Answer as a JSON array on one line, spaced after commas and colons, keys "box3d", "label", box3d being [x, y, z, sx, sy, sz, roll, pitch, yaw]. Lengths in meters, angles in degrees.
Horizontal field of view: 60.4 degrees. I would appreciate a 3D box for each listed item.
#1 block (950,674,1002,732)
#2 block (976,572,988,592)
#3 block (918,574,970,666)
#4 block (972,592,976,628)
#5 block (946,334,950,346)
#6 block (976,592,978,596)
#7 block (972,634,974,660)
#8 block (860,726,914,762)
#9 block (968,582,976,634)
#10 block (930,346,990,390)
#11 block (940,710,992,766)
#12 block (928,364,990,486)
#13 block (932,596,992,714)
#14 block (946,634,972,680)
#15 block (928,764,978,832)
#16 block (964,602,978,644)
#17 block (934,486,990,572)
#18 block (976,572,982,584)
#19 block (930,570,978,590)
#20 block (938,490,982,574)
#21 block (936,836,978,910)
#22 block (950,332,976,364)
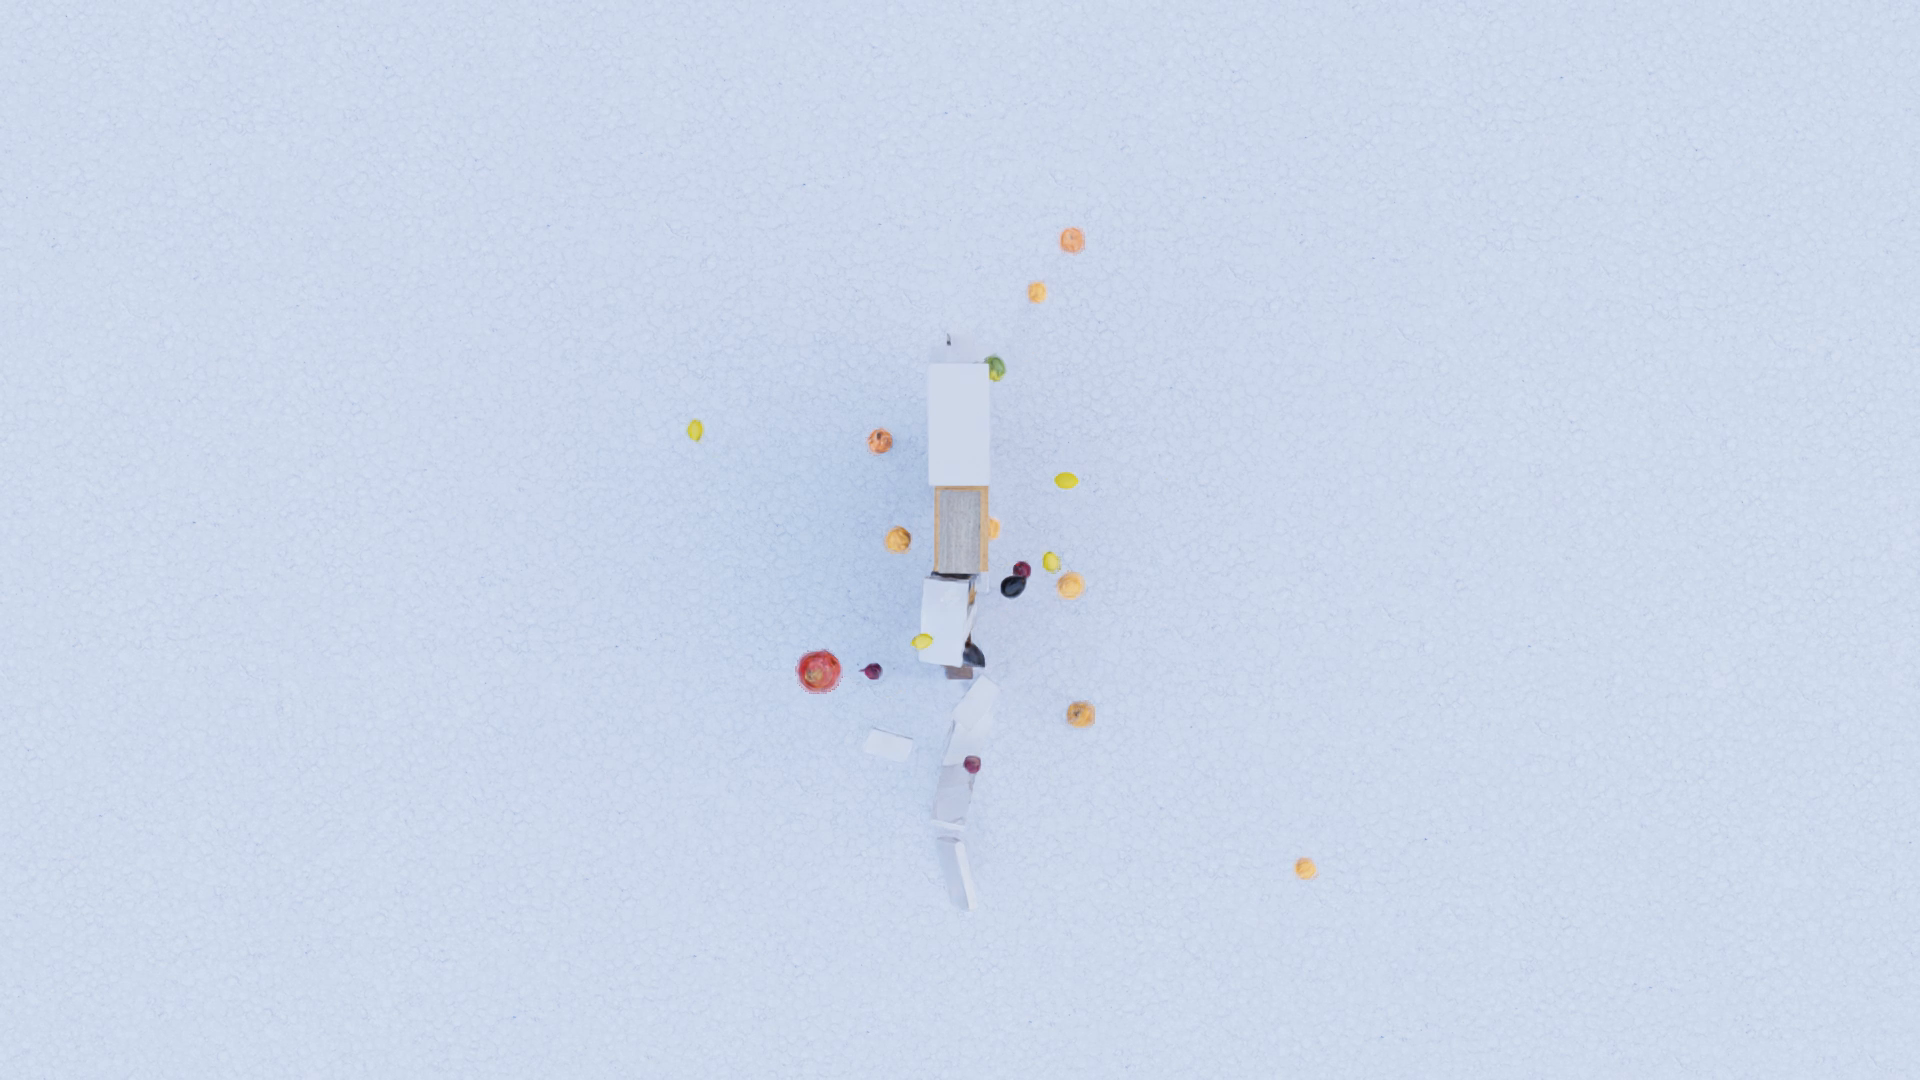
[{"box3d": [0.046, 0.476, 4.822, 0.077, 0.022, 0.155, 38, 90, 0], "label": "block"}, {"box3d": [0.003, -0.008, 5.141, 0.167, 0.047, 0.335, 0, 90, 0], "label": "block"}, {"box3d": [-0.044, 0.218, 4.438, 0.118, 0.033, 0.236, 7, 107, 9], "label": "block"}, {"box3d": [0.006, 0.196, 4.767, 0.079, 0.158, 0.022, -1, 47, 0], "label": "block"}, {"box3d": [-0.001, -0.540, 4.914, 0.067, 1.172, 0.019, 0, 91, 0], "label": "block"}, {"box3d": [-0.005, 0.284, 5.243, 0.120, 0.034, 0.239, 0, 90, 0], "label": "block"}, {"box3d": [-0.002, 0.278, 4.785, 0.079, 0.022, 0.158, -1, 119, 0], "label": "block"}, {"box3d": [-0.228, 0.637, 5.135, 0.155, 0.022, 0.077, 20, 98, -27], "label": "block"}, {"box3d": [0.000, 0.190, 4.704, 0.079, 0.022, 0.158, 5, 116, 2], "label": "block"}, {"box3d": [0.001, -0.367, 4.483, 0.157, 0.045, 0.315, 0, 90, 0], "label": "block"}, {"box3d": [0.020, 0.631, 5.291, 0.117, 0.033, 0.233, -1, 133, -20], "label": "block"}, {"box3d": [-0.003, -0.288, 4.135, 0.152, 0.043, 0.304, 0, 90, 0], "label": "block"}, {"box3d": [0.005, 0.335, 4.857, 0.172, 0.049, 0.344, 1, 90, 0], "label": "block"}, {"box3d": [-0.004, 0.332, 4.786, 0.077, 0.022, 0.155, -1, 118, 1], "label": "block"}, {"box3d": [-0.022, 0.836, 5.406, 0.117, 0.033, 0.236, 12, 48, 3], "label": "block"}, {"box3d": [-0.031, 0.243, 4.586, 0.118, 0.236, 0.033, -7, 110, 13], "label": "block"}, {"box3d": [0.004, -0.061, 4.503, 0.148, 0.042, 0.295, 1, 90, 0], "label": "block"}, {"box3d": [-0.002, -0.003, 4.837, 0.130, 0.037, 0.261, 0, 90, 0], "label": "block"}, {"box3d": [-0.017, 0.100, 4.578, 0.118, 0.291, 0.033, -3, 98, 6], "label": "block"}, {"box3d": [0.000, -0.021, 4.255, 0.106, 0.030, 0.212, 1, 89, 0], "label": "block"}, {"box3d": [-0.009, 1.095, 5.426, 0.033, 0.117, 0.233, -18, 99, -30], "label": "block"}, {"box3d": [0.008, -0.475, 4.319, 0.067, 0.019, 0.133, -1, 91, 0], "label": "block"}]
